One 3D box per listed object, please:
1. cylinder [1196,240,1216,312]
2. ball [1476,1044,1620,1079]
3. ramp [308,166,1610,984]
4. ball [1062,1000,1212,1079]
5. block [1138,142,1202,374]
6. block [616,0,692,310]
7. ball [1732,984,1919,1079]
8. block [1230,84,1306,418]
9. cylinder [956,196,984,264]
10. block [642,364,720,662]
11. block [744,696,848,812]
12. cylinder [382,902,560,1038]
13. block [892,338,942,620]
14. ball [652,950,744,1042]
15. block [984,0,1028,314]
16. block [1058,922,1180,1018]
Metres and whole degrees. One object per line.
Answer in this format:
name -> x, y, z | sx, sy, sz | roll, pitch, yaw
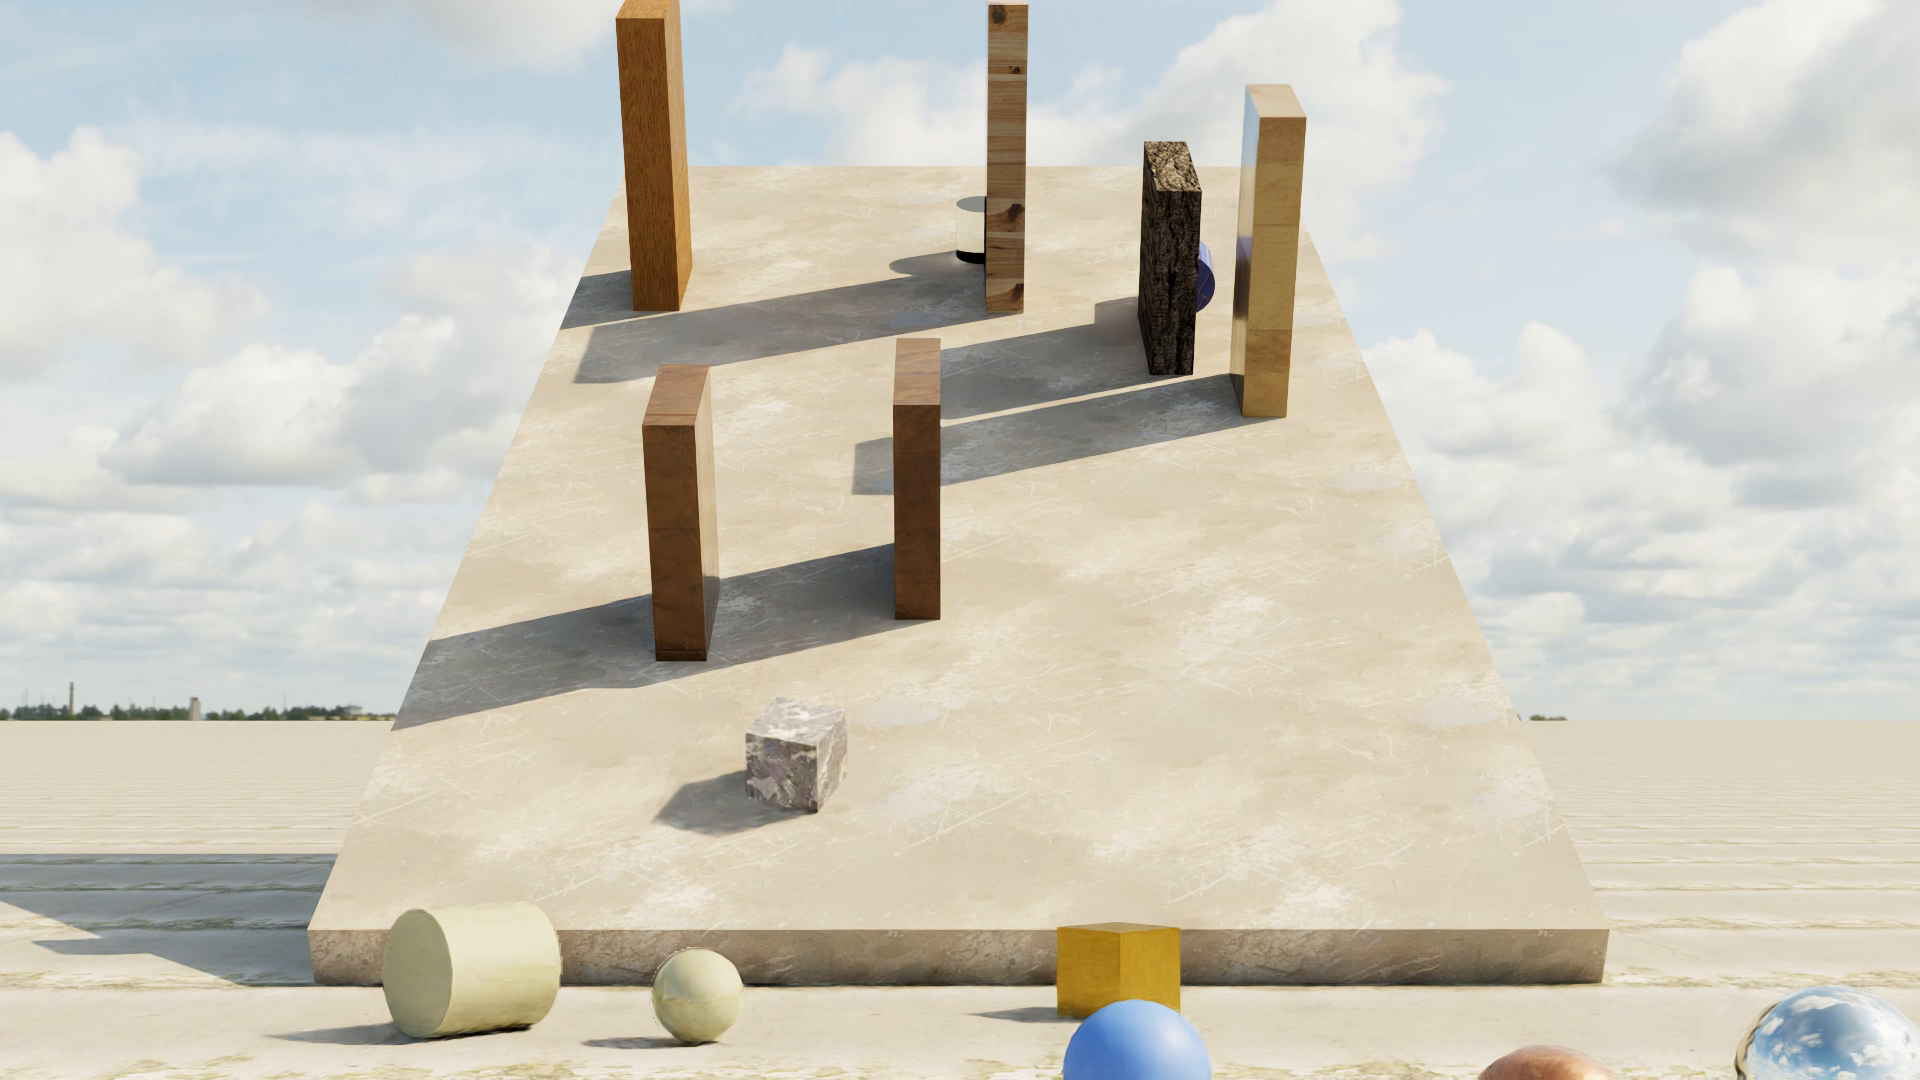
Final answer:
cylinder -> 0.575, -0.684, 6.078 | 0.163, 0.163, 0.163 | 0, 26, 4
ball -> 0.479, 0.485, 1.909 | 0.148, 0.148, 0.148 | 0, -4, 0
ramp -> -0.010, -0.229, 5.435 | 2.000, 0.100, 4.000 | 0, 26, 0
ball -> 0.169, 0.512, 2.253 | 0.143, 0.143, 0.143 | 0, -4, 0
block -> 0.509, -0.694, 5.757 | 0.104, 0.459, 0.409 | 0, 26, 0
block -> -0.782, -1.005, 6.051 | 0.119, 0.756, 0.343 | 0, 26, 0
ball -> 0.775, 0.483, 2.082 | 0.176, 0.176, 0.176 | 0, -4, 0
block -> 0.703, -0.663, 5.407 | 0.102, 0.709, 0.280 | 0, 26, 0
cylinder -> 0.062, -0.847, 6.429 | 0.147, 0.147, 0.147 | 0, 26, 0
block -> -0.518, -0.053, 4.406 | 0.094, 0.477, 0.293 | 0, 26, 0
block -> -0.274, 0.360, 3.957 | 0.128, 0.128, 0.128 | 9, 27, 18
cylinder -> -0.642, 0.563, 3.093 | 0.166, 0.166, 0.166 | -4, -6, 45
block -> -0.081, -0.123, 4.589 | 0.088, 0.447, 0.344 | 0, 26, 0
ball -> -0.334, 0.580, 2.997 | 0.117, 0.117, 0.117 | 0, -4, 0
block -> 0.115, -1.023, 6.050 | 0.097, 0.795, 0.383 | 0, 26, 0
block -> 0.221, 0.599, 3.272 | 0.121, 0.121, 0.121 | 4, -6, -42
